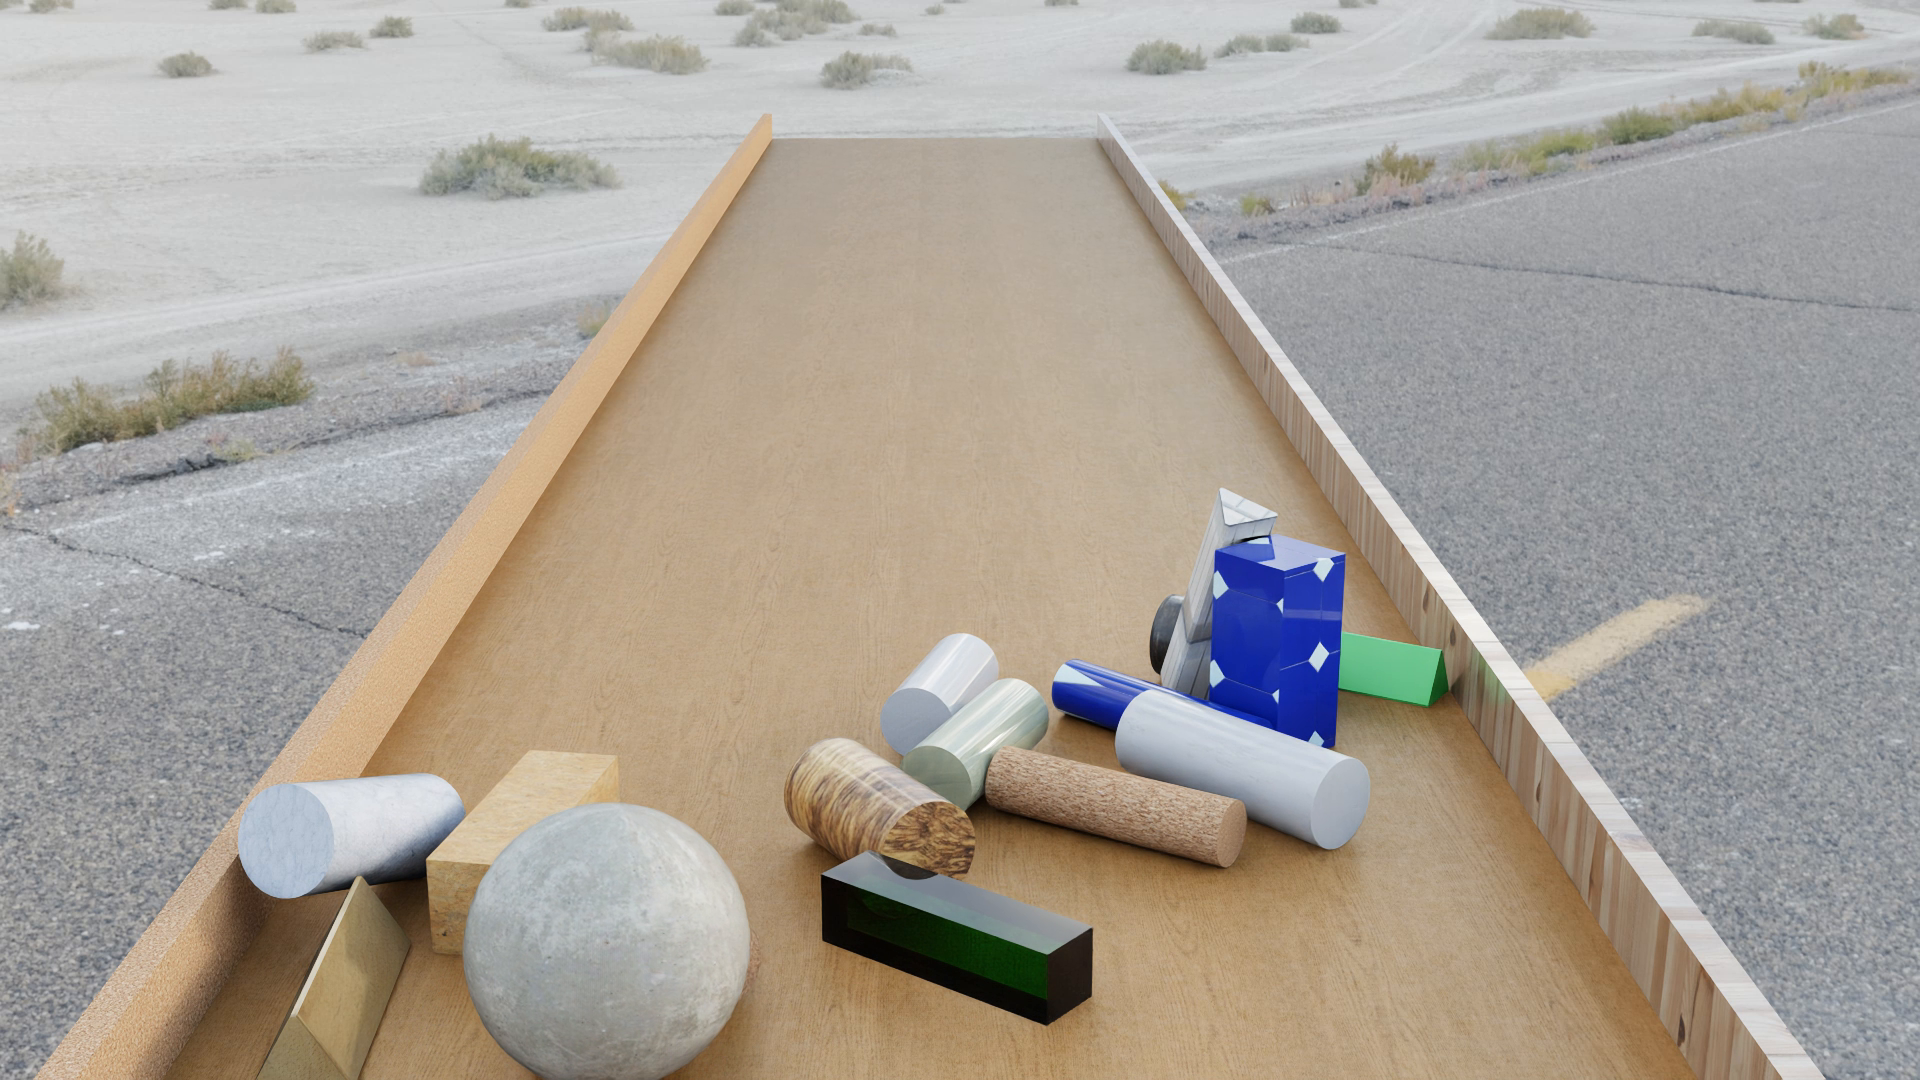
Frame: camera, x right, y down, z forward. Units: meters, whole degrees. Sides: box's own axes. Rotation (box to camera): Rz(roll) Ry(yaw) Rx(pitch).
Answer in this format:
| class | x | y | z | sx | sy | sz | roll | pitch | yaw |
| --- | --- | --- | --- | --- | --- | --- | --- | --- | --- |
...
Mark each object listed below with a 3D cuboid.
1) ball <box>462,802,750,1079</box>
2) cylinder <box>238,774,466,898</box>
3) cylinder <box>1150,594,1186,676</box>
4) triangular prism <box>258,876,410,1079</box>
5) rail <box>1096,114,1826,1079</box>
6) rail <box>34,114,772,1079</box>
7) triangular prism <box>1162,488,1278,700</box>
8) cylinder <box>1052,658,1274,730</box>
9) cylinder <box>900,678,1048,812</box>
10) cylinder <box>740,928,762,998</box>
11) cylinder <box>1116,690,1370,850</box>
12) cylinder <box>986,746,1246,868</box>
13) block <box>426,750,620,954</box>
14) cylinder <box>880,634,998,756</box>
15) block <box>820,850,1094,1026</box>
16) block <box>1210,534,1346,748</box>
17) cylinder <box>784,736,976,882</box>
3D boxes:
| class | x | y | z | sx | sy | sz | roll | pitch | yaw |
| --- | --- | --- | --- | --- | --- | --- | --- | --- | --- |
| ball | -0.453 | 0.522 | 2.831 | 0.366 | 0.366 | 0.366 | 0 | 17 | 0 |
| cylinder | -0.902 | 0.438 | 3.290 | 0.163 | 0.163 | 0.346 | 6 | -1 | 20 |
| cylinder | 0.549 | 0.210 | 4.237 | 0.329 | 0.162 | 0.162 | 10 | 19 | 30 |
| triangular prism | -0.858 | 0.599 | 3.004 | 0.130 | 0.112 | 0.414 | -1 | 17 | -3 |
| rail | 0.932 | -0.844 | 7.801 | 0.050 | 0.150 | 12.000 | 0 | 17 | -1 |
| rail | -1.118 | -0.838 | 7.780 | 0.050 | 0.150 | 12.000 | 0 | 17 | -1 |
| triangular prism | 0.456 | 0.108 | 4.087 | 0.116 | 0.434 | 0.101 | -10 | 41 | -30 |
| cylinder | 0.361 | 0.318 | 3.976 | 0.105 | 0.105 | 0.438 | -16 | 23 | -43 |
| cylinder | 0.027 | 0.357 | 3.788 | 0.135 | 0.135 | 0.349 | 7 | 18 | 22 |
| cylinder | -0.438 | 0.548 | 3.162 | 0.127 | 0.127 | 0.359 | -13 | 21 | -37 |
| cylinder | 0.468 | 0.379 | 3.684 | 0.153 | 0.153 | 0.427 | -15 | 22 | -40 |
| cylinder | 0.250 | 0.431 | 3.586 | 0.426 | 0.109 | 0.109 | 10 | 19 | 31 |
| block | -0.660 | 0.474 | 3.372 | 0.148 | 0.148 | 0.425 | 3 | 17 | 9 |
| cylinder | -0.034 | 0.284 | 4.032 | 0.137 | 0.137 | 0.306 | 5 | 17 | 15 |
| block | -0.009 | 0.563 | 3.145 | 0.409 | 0.108 | 0.108 | 13 | 21 | 36 |
| block | 0.565 | 0.195 | 3.933 | 0.162 | 0.363 | 0.162 | -13 | 21 | -39 |
| cylinder | -0.130 | 0.439 | 3.454 | 0.170 | 0.170 | 0.308 | -10 | 19 | -30 |
